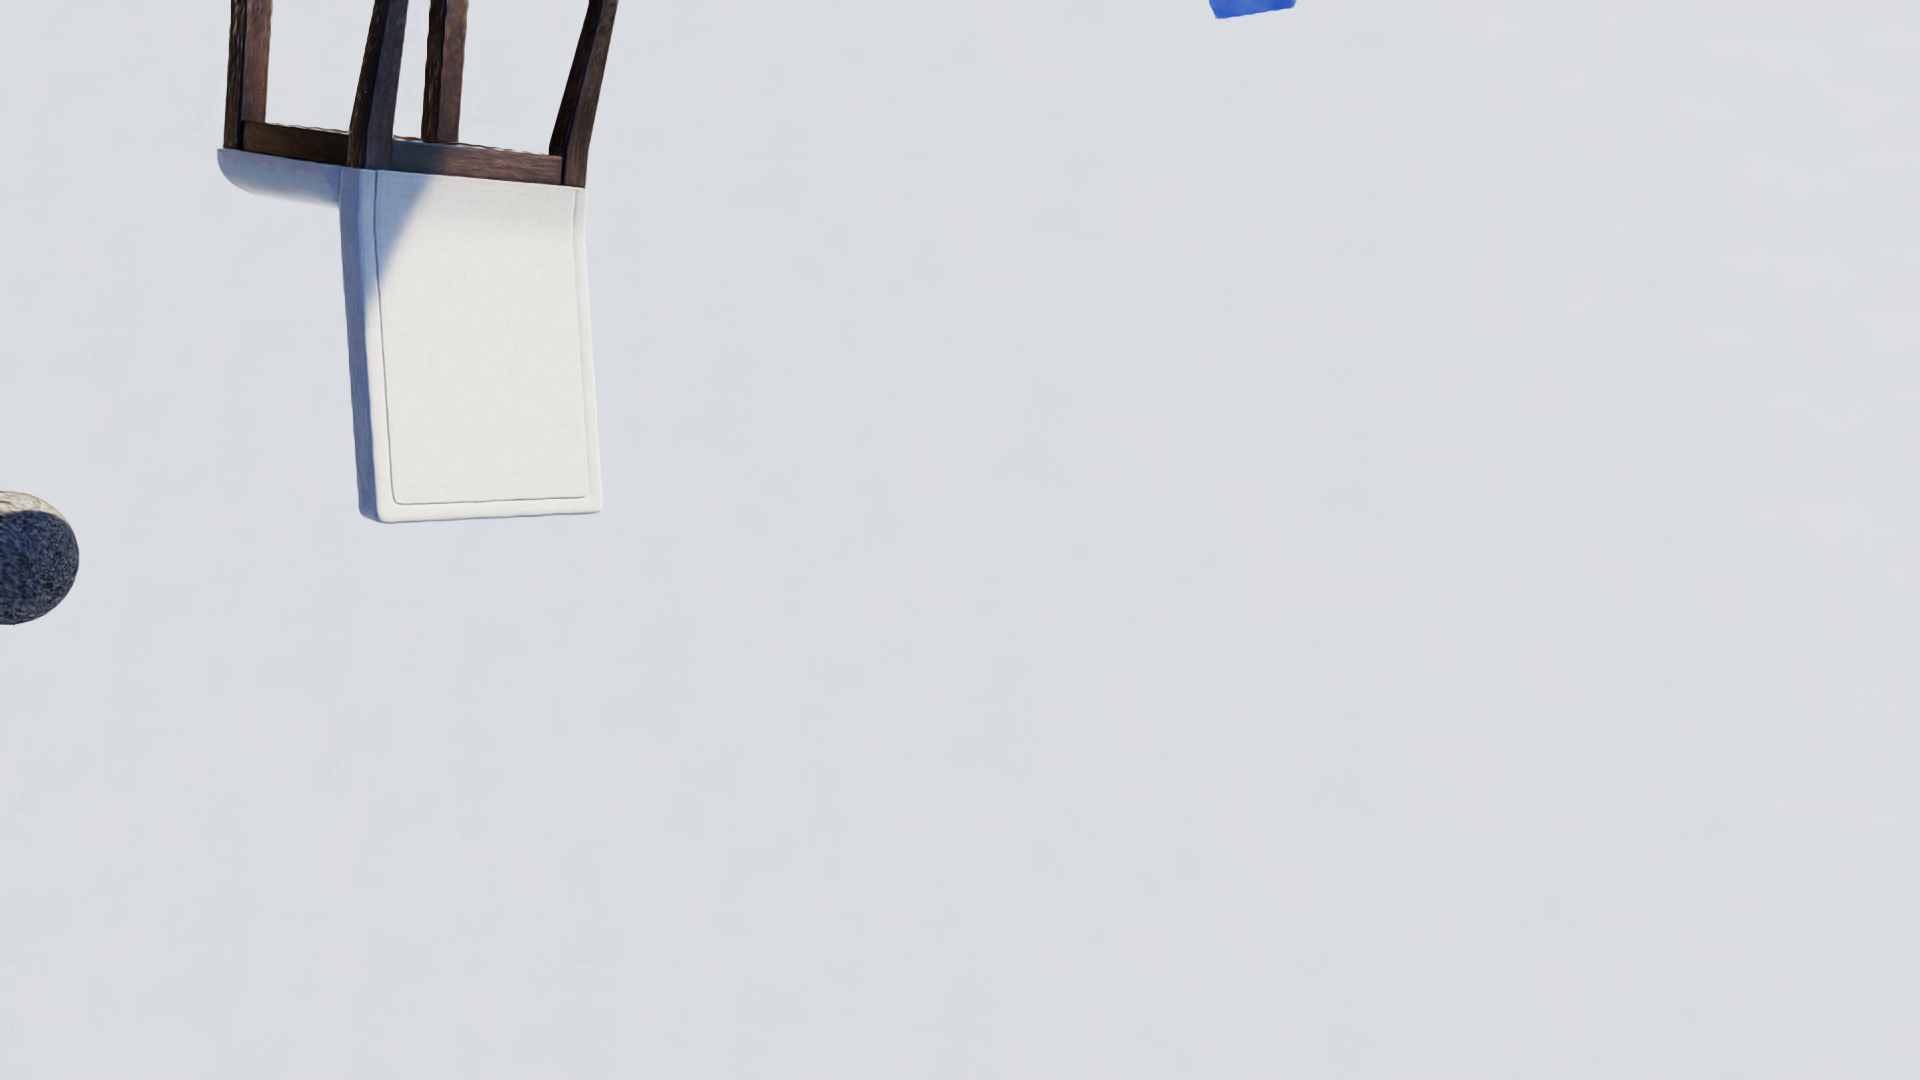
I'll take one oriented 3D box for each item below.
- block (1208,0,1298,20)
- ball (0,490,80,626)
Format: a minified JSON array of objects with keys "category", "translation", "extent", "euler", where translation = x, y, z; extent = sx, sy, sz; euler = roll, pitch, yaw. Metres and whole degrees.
[{"category":"block","translation":[0.519,-1.177,3.945],"extent":[0.164,0.299,0.346],"euler":[-14,71,-22]},{"category":"ball","translation":[-1.721,0.032,3.971],"extent":[0.243,0.243,0.243],"euler":[0,56,0]}]
